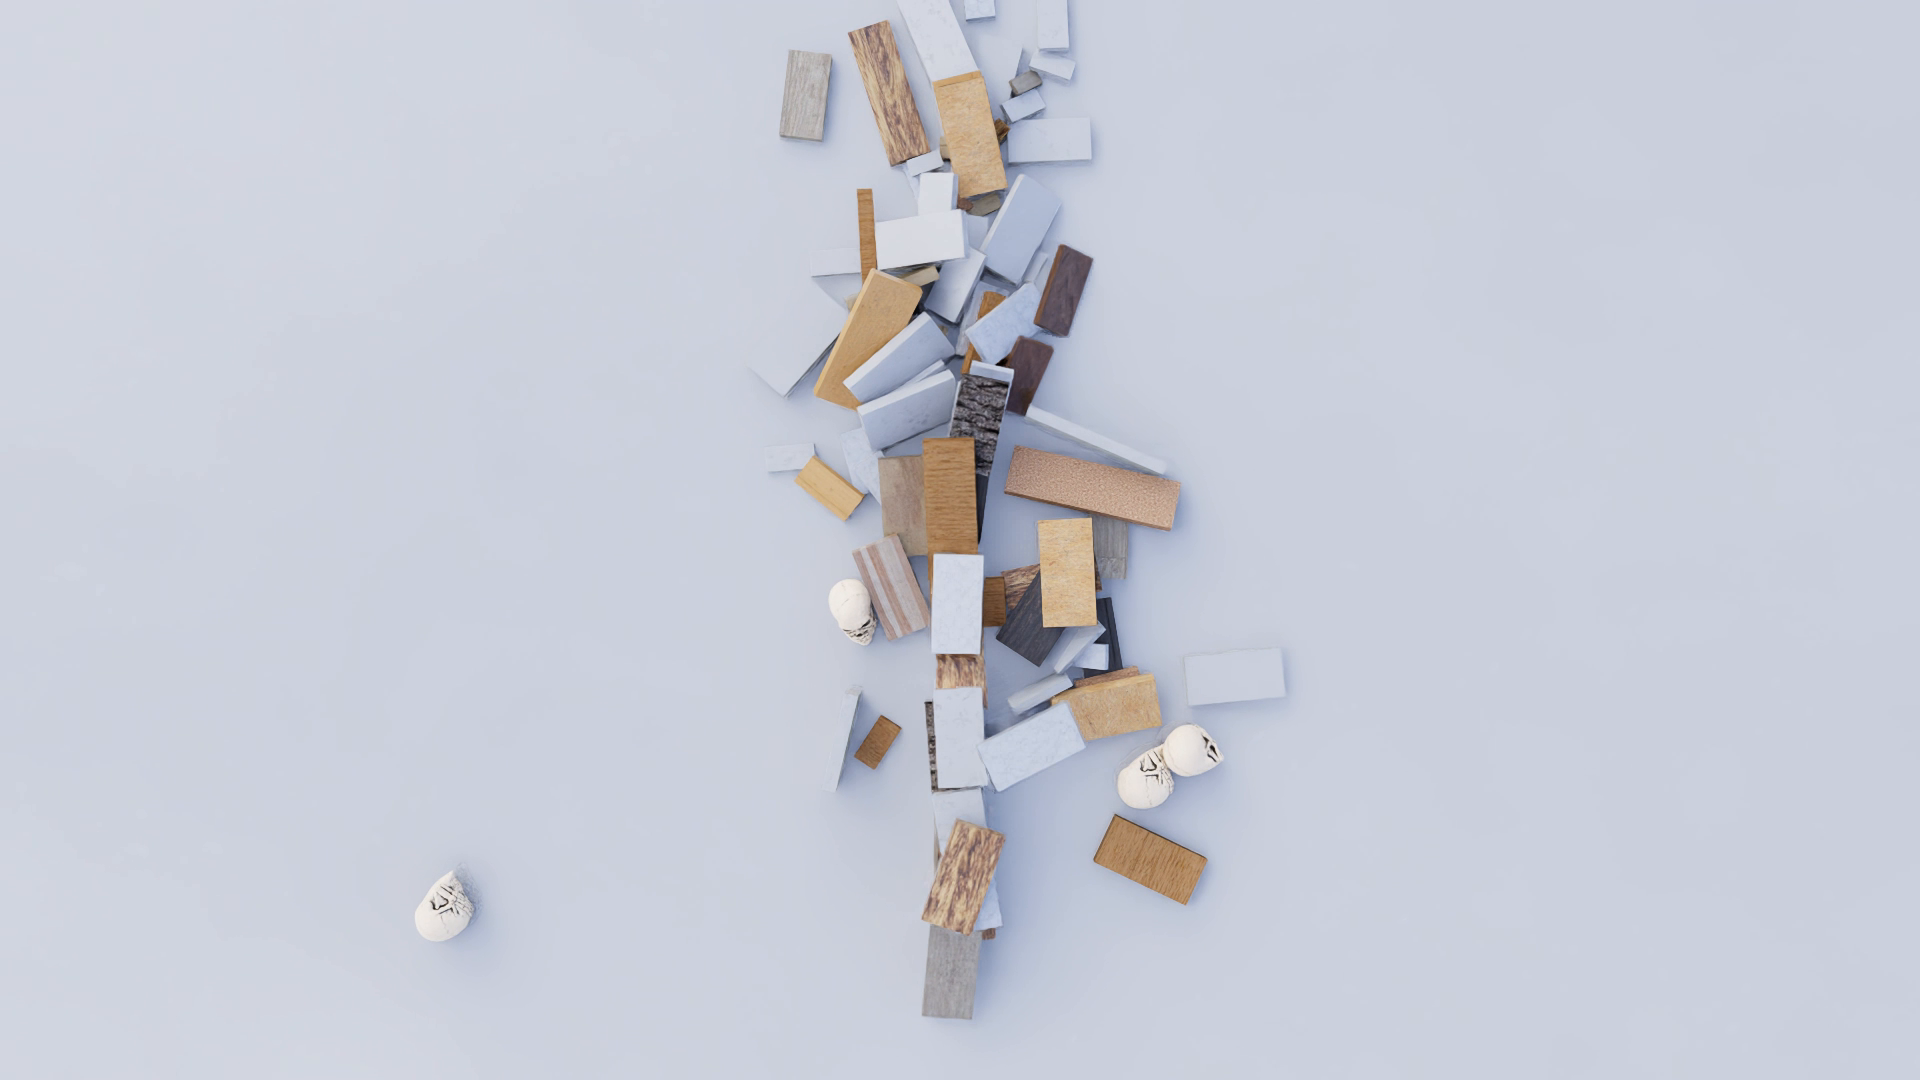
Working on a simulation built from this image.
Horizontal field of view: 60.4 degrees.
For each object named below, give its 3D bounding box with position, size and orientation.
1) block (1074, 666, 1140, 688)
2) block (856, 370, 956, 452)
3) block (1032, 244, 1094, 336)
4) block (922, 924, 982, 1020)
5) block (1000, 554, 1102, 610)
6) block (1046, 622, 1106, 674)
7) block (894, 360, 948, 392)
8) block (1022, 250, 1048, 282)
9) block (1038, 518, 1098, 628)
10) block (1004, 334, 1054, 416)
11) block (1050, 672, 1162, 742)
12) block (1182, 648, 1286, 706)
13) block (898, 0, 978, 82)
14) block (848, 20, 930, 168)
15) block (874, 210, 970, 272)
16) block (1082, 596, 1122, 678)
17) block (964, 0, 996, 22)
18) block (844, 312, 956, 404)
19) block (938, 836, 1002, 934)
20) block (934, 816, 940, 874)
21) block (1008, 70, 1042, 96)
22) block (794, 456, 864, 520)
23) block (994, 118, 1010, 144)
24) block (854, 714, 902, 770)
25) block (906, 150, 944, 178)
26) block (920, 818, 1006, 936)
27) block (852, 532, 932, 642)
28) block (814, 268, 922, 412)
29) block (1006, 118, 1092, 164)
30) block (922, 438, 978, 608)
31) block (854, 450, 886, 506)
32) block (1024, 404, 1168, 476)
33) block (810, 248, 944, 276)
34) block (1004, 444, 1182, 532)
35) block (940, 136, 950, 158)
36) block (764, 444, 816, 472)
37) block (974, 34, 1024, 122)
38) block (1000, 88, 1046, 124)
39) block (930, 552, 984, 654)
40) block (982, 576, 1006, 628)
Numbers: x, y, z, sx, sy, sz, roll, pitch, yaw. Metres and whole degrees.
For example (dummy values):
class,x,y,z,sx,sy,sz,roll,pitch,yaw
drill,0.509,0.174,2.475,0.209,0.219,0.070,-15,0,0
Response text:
class,x,y,z,sx,sy,sz,roll,pitch,yaw
block,0.496,0.494,5.463,0.212,0.030,0.106,-14,113,1
block,-0.162,-0.423,5.401,0.329,0.165,0.047,-23,46,-8
block,0.341,-0.823,5.449,0.122,0.035,0.275,20,88,-31
block,-0.027,1.407,5.420,0.168,0.048,0.352,5,108,-2
block,0.304,0.136,5.461,0.316,0.037,0.130,-12,90,8
block,0.371,0.331,5.434,0.212,0.030,0.106,-47,58,12
block,-0.120,-0.500,5.416,0.196,0.098,0.028,-34,47,-1
block,0.243,-0.913,5.492,0.054,0.015,0.108,28,90,0
block,0.351,0.105,5.361,0.174,0.049,0.347,-3,91,8
block,0.204,-0.540,5.428,0.122,0.035,0.244,18,109,-17
block,0.481,0.560,5.445,0.347,0.049,0.174,-12,112,0
block,0.909,0.453,5.477,0.320,0.045,0.160,-5,90,0
block,-0.065,-1.646,5.454,0.155,0.044,0.407,-23,85,6
block,-0.234,-1.483,5.480,0.142,0.040,0.459,-18,90,0
block,-0.126,-0.979,5.397,0.310,0.044,0.155,-5,90,23
block,0.458,0.328,5.482,0.130,0.037,0.259,-9,90,0
block,0.043,-1.946,5.486,0.098,0.028,0.427,-7,90,0
block,-0.195,-0.566,5.382,0.350,0.050,0.175,-41,135,0
block,0.034,1.097,5.291,0.154,0.044,0.309,-10,96,-1
block,-0.008,0.972,5.478,0.154,0.044,0.309,0,90,0
block,0.218,-1.517,5.466,0.112,0.016,0.056,-33,90,-29
block,-0.433,-0.171,5.463,0.215,0.030,0.108,39,111,-2
block,0.115,-1.339,5.465,0.054,0.015,0.108,42,121,0
block,-0.274,0.673,5.488,0.082,0.023,0.165,33,90,0
block,-0.115,-1.249,5.469,0.112,0.016,0.056,-20,90,0
block,0.009,1.071,5.242,0.168,0.048,0.337,19,94,-4
block,-0.221,0.156,5.442,0.161,0.046,0.322,-22,103,0
block,-0.301,-0.644,5.362,0.175,0.050,0.458,19,113,-23
block,0.296,-1.325,5.481,0.275,0.039,0.137,-2,90,0
block,-0.026,-0.054,5.381,0.165,0.047,0.566,-1,109,4
block,-0.245,-0.183,5.451,0.108,0.030,0.215,-36,103,4
block,0.444,-0.326,5.431,0.486,0.137,0.039,23,90,0
block,-0.233,-0.940,5.488,0.533,0.023,0.082,-5,90,0
block,0.438,-0.172,5.449,0.561,0.045,0.160,13,78,2
block,0.005,-1.305,5.476,0.143,0.020,0.072,0,109,2
block,-0.565,-0.274,5.488,0.165,0.023,0.082,-5,90,0
block,0.106,-1.522,5.480,0.142,0.040,0.283,15,90,0
block,0.208,-1.436,5.463,0.143,0.020,0.072,-30,90,-23
block,-0.009,0.206,5.376,0.161,0.046,0.325,2,95,-1
block,0.110,0.205,5.463,0.082,0.023,0.166,-2,106,5
